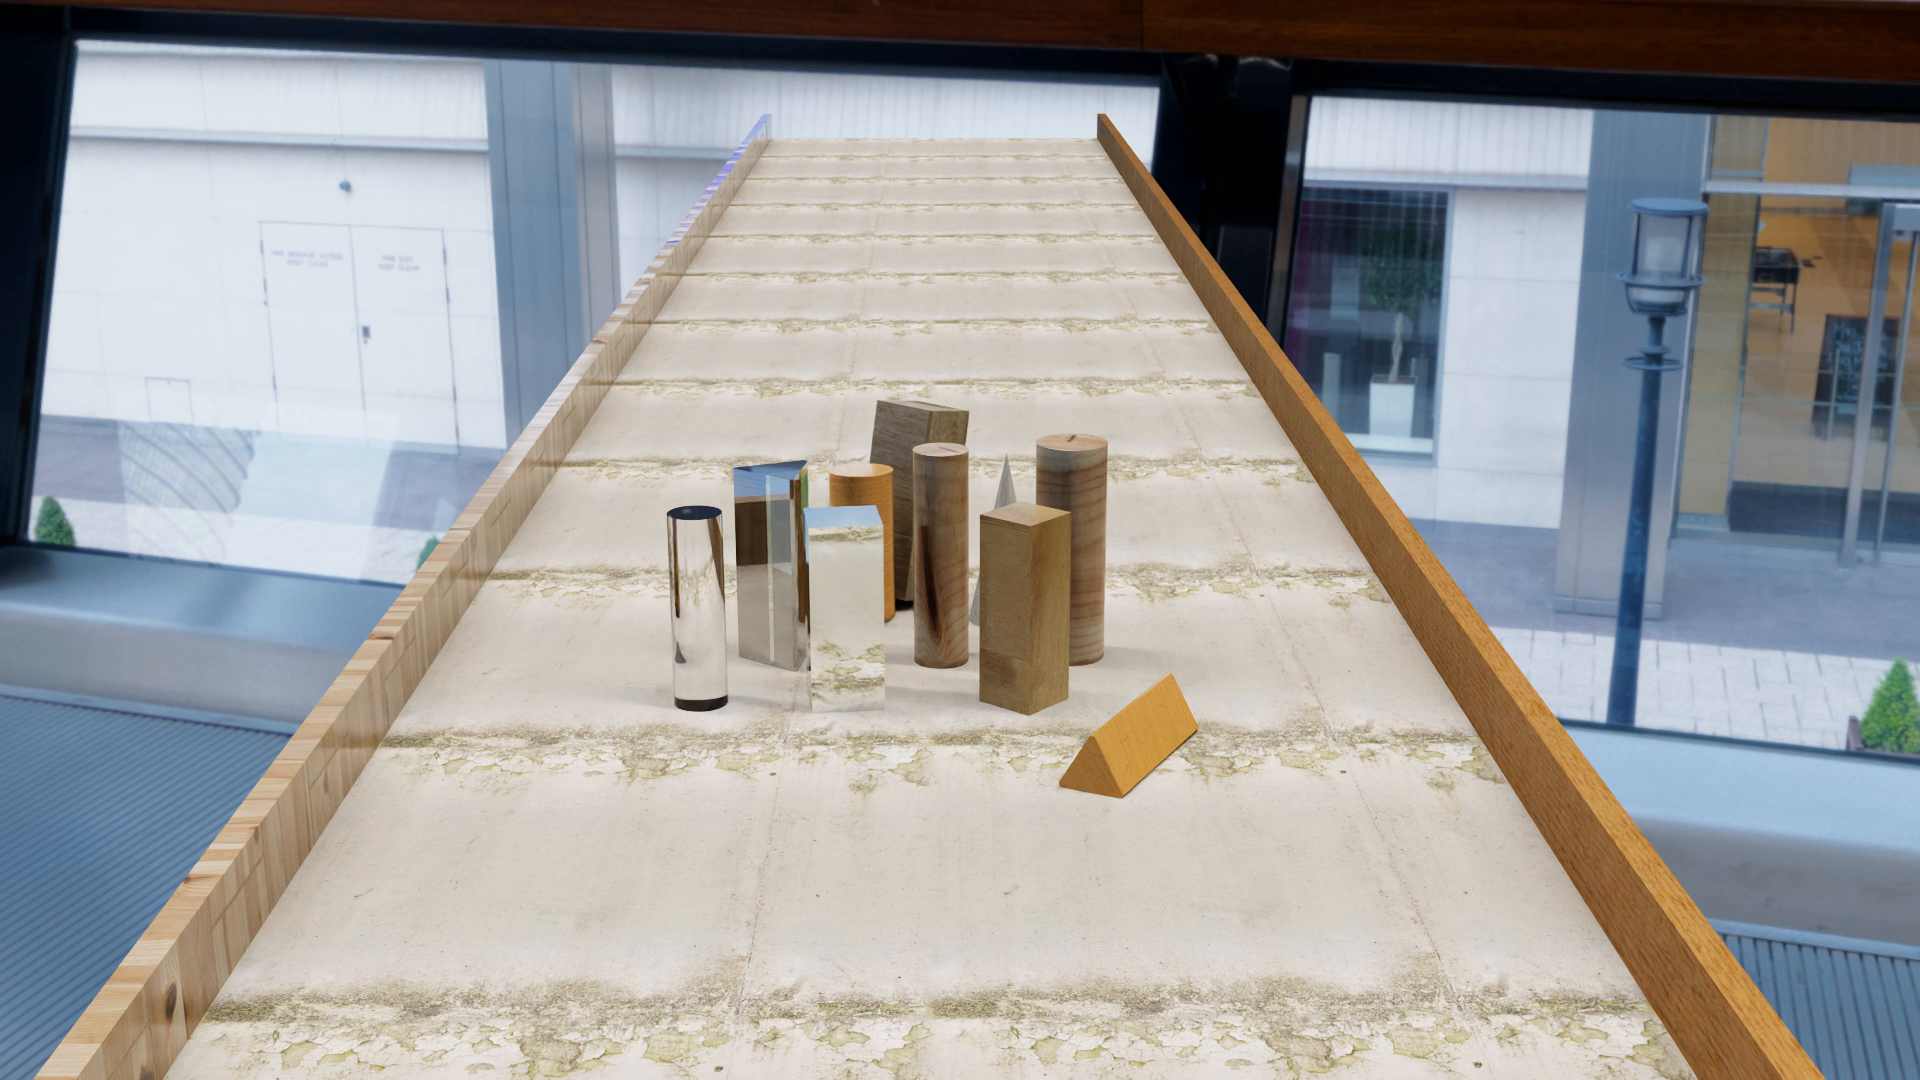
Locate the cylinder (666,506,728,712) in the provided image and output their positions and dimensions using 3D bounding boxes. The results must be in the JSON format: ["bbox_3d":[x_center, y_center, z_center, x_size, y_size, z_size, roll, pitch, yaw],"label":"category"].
[{"bbox_3d":[-0.493,0.129,4.135,0.103,0.375,0.103,0,17,0],"label":"cylinder"}]

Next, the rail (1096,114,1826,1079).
[{"bbox_3d":[0.932,-0.844,7.801,0.050,0.150,12.000,0,17,-1],"label":"rail"}]

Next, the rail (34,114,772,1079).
[{"bbox_3d":[-1.118,-0.838,7.780,0.050,0.150,12.000,0,17,-1],"label":"rail"}]

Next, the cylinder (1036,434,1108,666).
[{"bbox_3d":[0.220,0.019,4.385,0.142,0.442,0.142,0,17,0],"label":"cylinder"}]

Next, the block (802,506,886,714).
[{"bbox_3d":[-0.219,0.130,4.153,0.138,0.363,0.138,-2,17,-8],"label":"block"}]

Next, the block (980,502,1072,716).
[{"bbox_3d":[0.122,0.128,4.148,0.121,0.370,0.121,14,21,39],"label":"block"}]

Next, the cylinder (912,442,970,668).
[{"bbox_3d":[-0.037,0.032,4.357,0.110,0.435,0.110,0,17,0],"label":"cylinder"}]

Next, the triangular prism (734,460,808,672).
[{"bbox_3d":[-0.346,0.044,4.388,0.152,0.393,0.132,12,20,35],"label":"triangular prism"}]

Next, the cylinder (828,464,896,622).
[{"bbox_3d":[-0.206,0.006,4.642,0.135,0.316,0.135,0,14,0],"label":"cylinder"}]

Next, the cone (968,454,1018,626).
[{"bbox_3d":[0.097,-0.008,4.615,0.157,0.364,0.157,0,17,0],"label":"cone"}]

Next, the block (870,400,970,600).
[{"bbox_3d":[-0.105,-0.088,4.764,0.144,0.410,0.144,13,10,36],"label":"block"}]

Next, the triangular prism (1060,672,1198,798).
[{"bbox_3d":[0.305,0.336,3.905,0.118,0.103,0.356,9,19,26],"label":"triangular prism"}]
